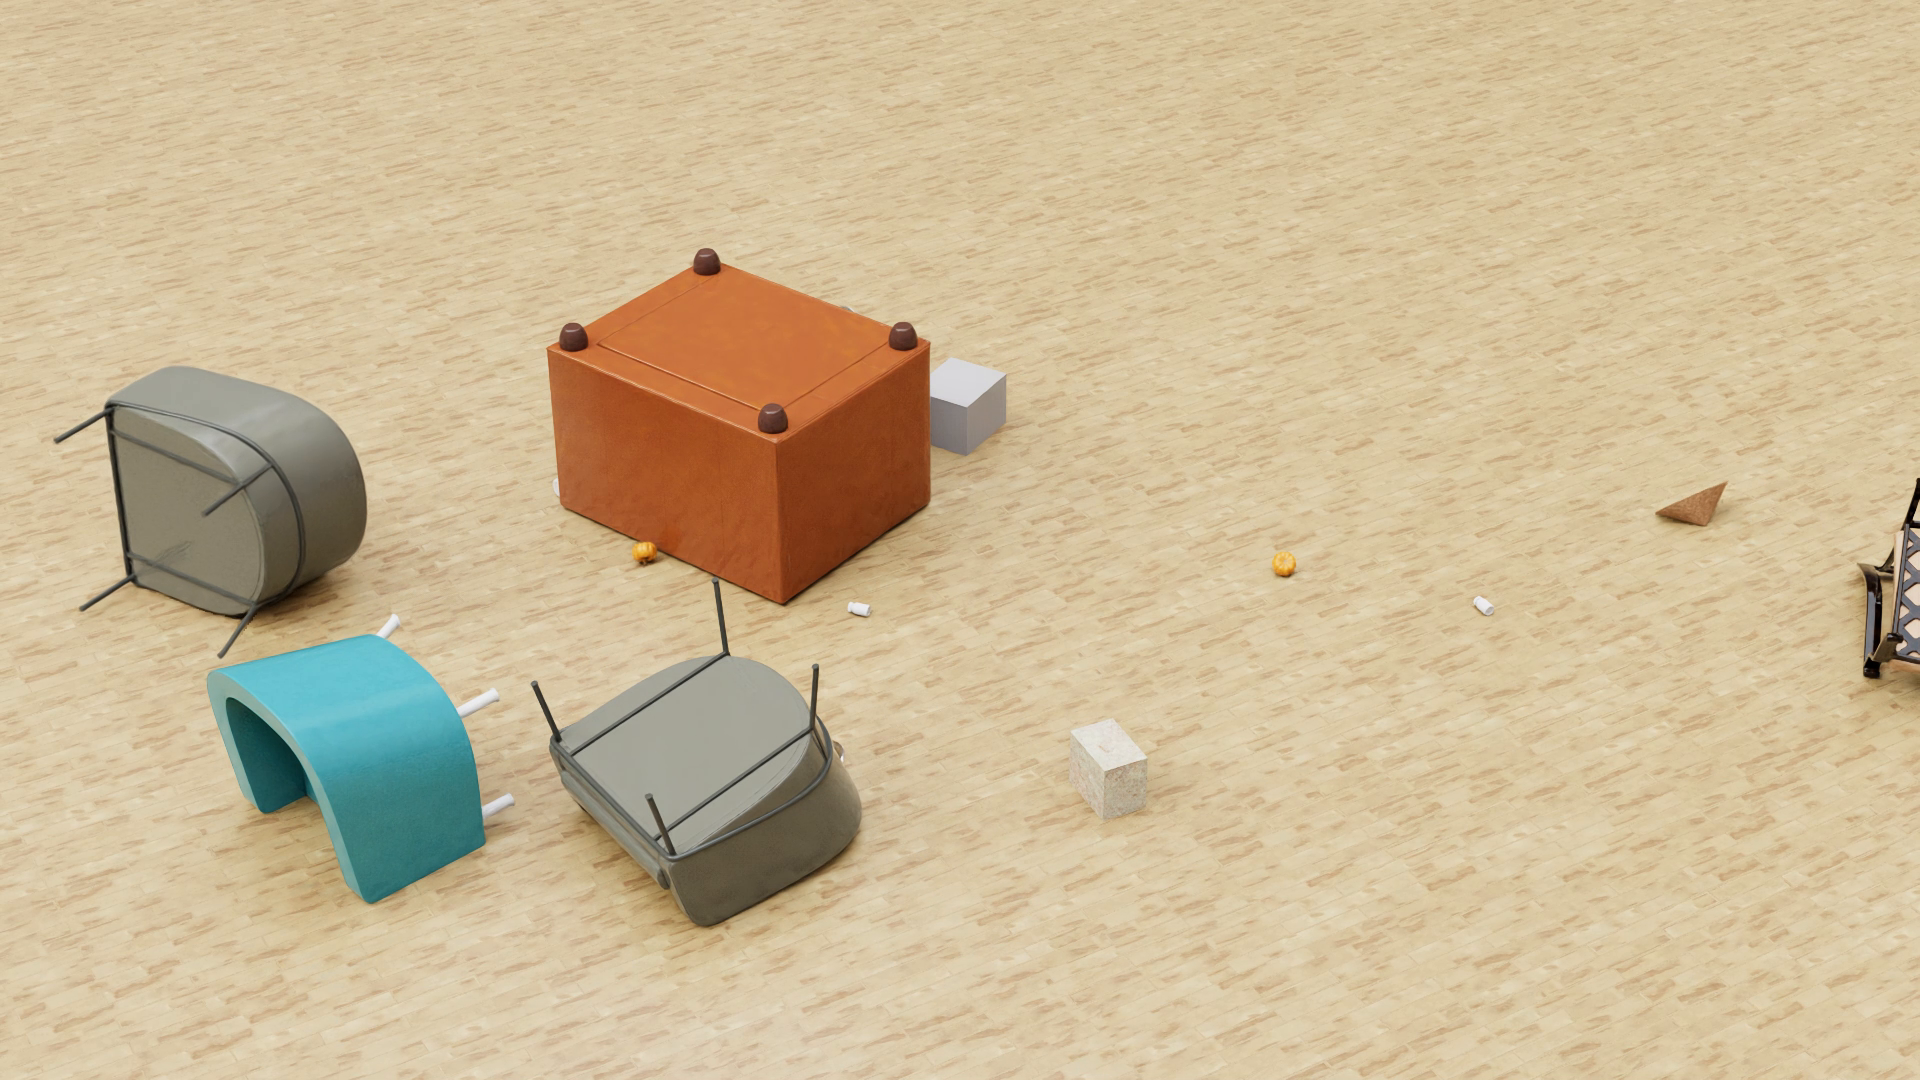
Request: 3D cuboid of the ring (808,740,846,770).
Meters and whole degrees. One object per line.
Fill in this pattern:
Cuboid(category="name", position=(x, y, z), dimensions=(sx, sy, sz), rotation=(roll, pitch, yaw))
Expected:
Cuboid(category="ring", position=(-0.448, 0.720, 9.816), dimensions=(0.128, 0.039, 0.148), rotation=(3, 34, 6))

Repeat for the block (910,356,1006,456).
Cuboid(category="block", position=(-0.004, -0.527, 11.541), dimensions=(0.255, 0.223, 0.303), rotation=(18, 38, 26))

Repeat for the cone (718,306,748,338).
Cuboid(category="cone", position=(-0.922, -0.894, 12.250), dimensions=(0.090, 0.143, 0.179), rotation=(25, 6, -39))

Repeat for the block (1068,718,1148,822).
Cuboid(category="block", position=(0.485, 0.752, 9.616), dimensions=(0.159, 0.206, 0.238), rotation=(-15, 36, -22))

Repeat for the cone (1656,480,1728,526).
Cuboid(category="cone", position=(2.781, -0.107, 11.028), dimensions=(0.302, 0.126, 0.230), rotation=(-23, -7, -5))
